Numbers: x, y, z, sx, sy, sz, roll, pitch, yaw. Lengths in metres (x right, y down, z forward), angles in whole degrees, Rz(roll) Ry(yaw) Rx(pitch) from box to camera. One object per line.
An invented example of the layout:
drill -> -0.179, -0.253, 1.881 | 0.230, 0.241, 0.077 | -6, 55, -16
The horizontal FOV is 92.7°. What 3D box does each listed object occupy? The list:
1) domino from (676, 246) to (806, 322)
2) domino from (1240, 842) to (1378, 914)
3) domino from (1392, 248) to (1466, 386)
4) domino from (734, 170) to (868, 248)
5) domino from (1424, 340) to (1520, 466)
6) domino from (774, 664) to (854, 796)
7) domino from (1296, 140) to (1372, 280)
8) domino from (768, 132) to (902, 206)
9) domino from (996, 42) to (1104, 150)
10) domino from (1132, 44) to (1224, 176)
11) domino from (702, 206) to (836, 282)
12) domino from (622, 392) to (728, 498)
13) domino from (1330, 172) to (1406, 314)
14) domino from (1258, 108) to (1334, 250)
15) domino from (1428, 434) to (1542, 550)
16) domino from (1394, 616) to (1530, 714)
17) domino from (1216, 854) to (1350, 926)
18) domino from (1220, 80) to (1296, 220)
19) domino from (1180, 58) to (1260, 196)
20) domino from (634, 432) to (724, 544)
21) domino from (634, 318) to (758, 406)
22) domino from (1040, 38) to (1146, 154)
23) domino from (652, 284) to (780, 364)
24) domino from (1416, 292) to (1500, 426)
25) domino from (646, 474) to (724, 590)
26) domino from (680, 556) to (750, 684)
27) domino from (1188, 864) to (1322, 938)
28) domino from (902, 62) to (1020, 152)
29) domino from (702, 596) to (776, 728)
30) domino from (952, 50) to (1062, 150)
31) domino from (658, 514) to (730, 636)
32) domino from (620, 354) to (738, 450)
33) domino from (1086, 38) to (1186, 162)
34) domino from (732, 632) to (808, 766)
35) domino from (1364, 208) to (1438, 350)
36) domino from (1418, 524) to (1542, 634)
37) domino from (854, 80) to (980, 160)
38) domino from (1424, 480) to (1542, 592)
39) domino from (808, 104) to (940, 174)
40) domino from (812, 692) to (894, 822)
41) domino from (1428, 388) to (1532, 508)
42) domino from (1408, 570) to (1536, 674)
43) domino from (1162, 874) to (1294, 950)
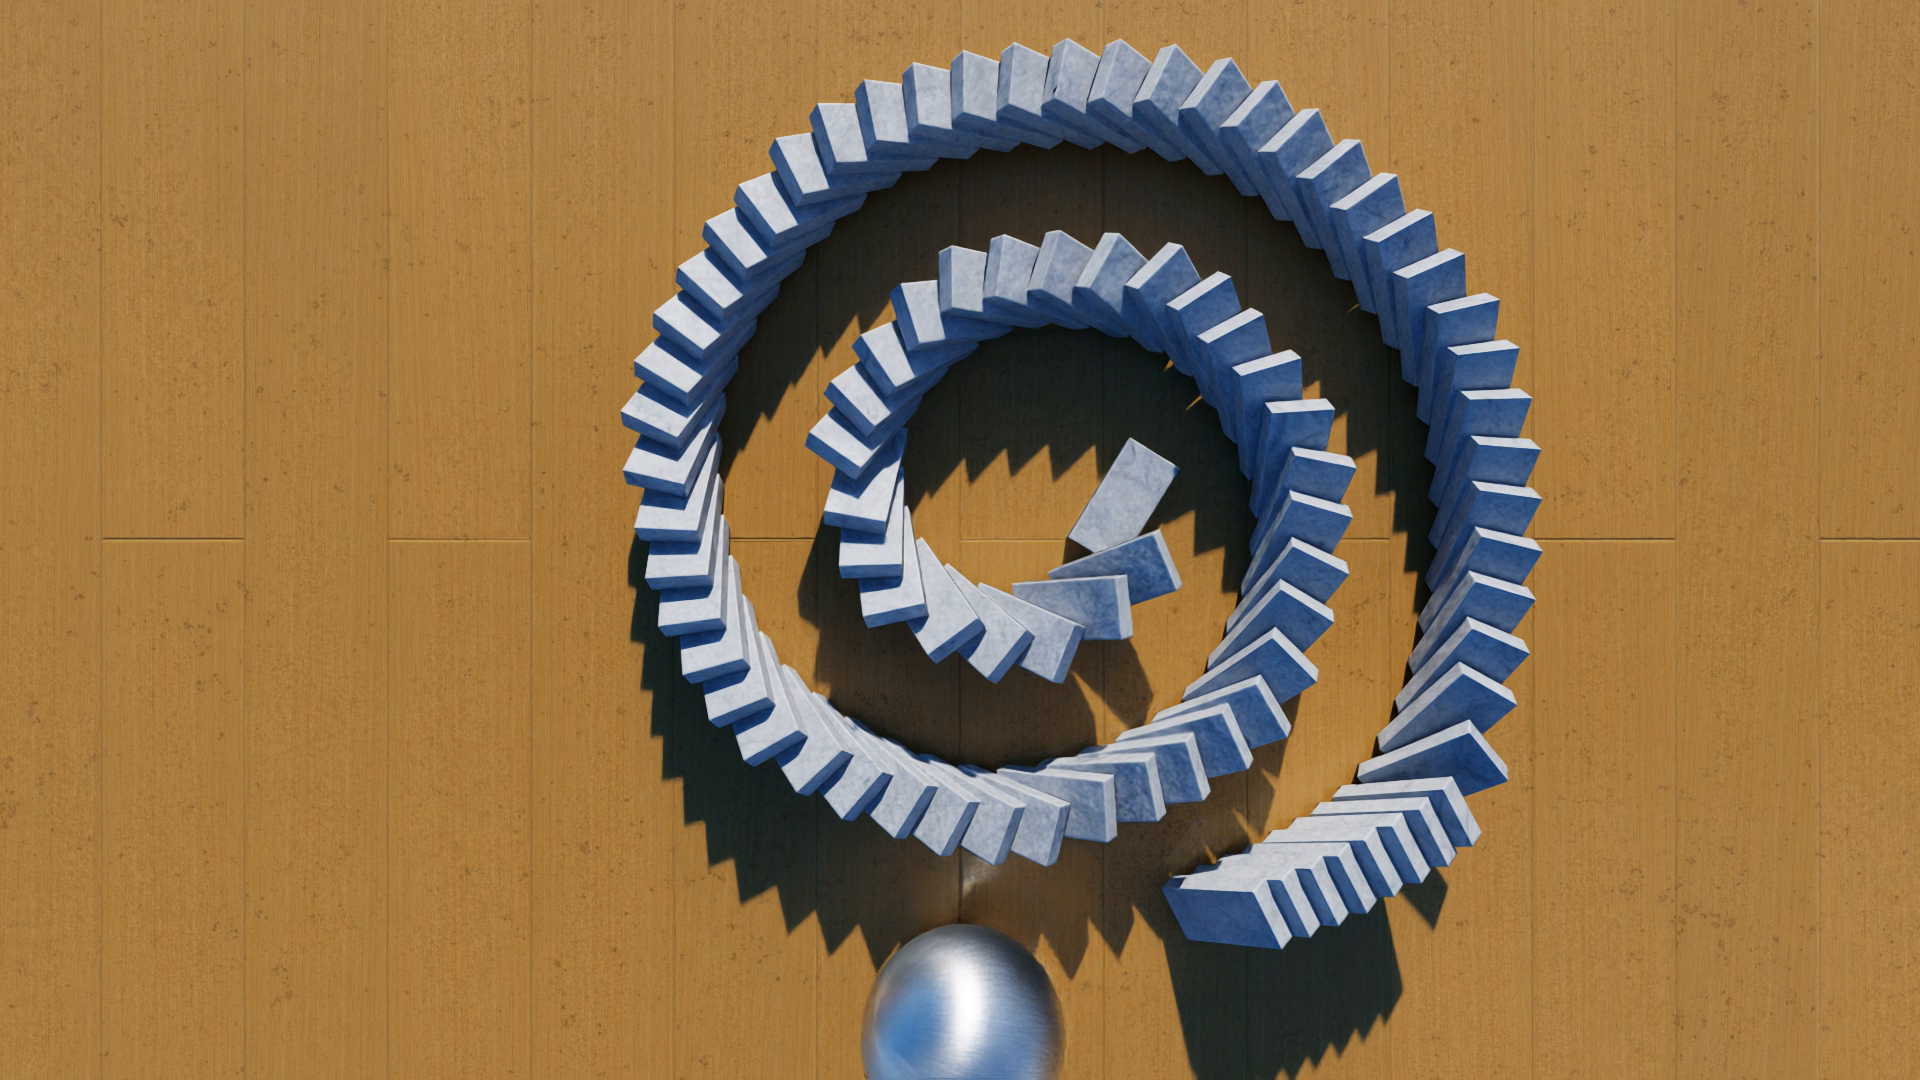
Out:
domino -> -0.091, -0.114, 0.383 | 0.025, 0.010, 0.050 | 42, 58, 0
domino -> 0.142, 0.139, 0.377 | 0.009, 0.050, 0.025 | -27, 90, -37
domino -> 0.197, -0.092, 0.383 | 0.025, 0.009, 0.050 | -23, 122, 0
domino -> -0.066, -0.143, 0.383 | 0.050, 0.010, 0.025 | -37, 90, -32
domino -> 0.213, -0.057, 0.383 | 0.025, 0.009, 0.050 | -7, 122, -1
domino -> -0.068, 0.079, 0.382 | 0.025, 0.009, 0.050 | -43, 57, 0
domino -> 0.162, -0.137, 0.383 | 0.025, 0.009, 0.050 | -39, 122, 0
domino -> -0.051, -0.157, 0.382 | 0.050, 0.009, 0.025 | -26, 90, -33
domino -> 0.039, -0.184, 0.383 | 0.050, 0.009, 0.025 | 5, 90, -32
domino -> 0.097, -0.178, 0.383 | 0.050, 0.010, 0.025 | 27, 90, -33
domino -> -0.079, -0.130, 0.383 | 0.025, 0.010, 0.050 | 49, 58, 0
domino -> -0.118, -0.043, 0.382 | 0.025, 0.009, 0.050 | 13, 57, 0
domino -> 0.175, -0.123, 0.383 | 0.025, 0.009, 0.050 | -34, 122, 0
domino -> 0.147, -0.150, 0.383 | 0.025, 0.009, 0.050 | -44, 122, 0
domino -> 0.218, -0.018, 0.383 | 0.025, 0.009, 0.050 | 5, 122, 0
domino -> 0.208, 0.057, 0.383 | 0.025, 0.010, 0.050 | 24, 122, 0
domino -> 0.131, 0.143, 0.377 | 0.009, 0.050, 0.025 | -27, 90, -37
domino -> 0.132, -0.162, 0.383 | 0.025, 0.009, 0.050 | -48, 122, -1
domino -> 0.116, -0.171, 0.383 | 0.050, 0.010, 0.025 | 37, 90, -32
domino -> -0.117, -0.023, 0.383 | 0.025, 0.009, 0.050 | 3, 58, 0
domino -> -0.110, -0.081, 0.383 | 0.025, 0.010, 0.050 | 31, 58, 0
domino -> 0.059, -0.184, 0.383 | 0.050, 0.009, 0.025 | 11, 90, -32
domino -> -0.101, -0.098, 0.383 | 0.025, 0.010, 0.050 | 37, 58, 0
domino -> 0.207, -0.075, 0.383 | 0.025, 0.010, 0.050 | -13, 122, 0
domino -> -0.114, -0.004, 0.383 | 0.025, 0.009, 0.050 | -3, 58, 0
domino -> -0.103, 0.033, 0.383 | 0.025, 0.010, 0.050 | -15, 57, 0
domino -> 0.120, 0.148, 0.377 | 0.010, 0.050, 0.025 | -27, 90, -37
domino -> 0.001, -0.180, 0.383 | 0.050, 0.010, 0.025 | -5, 90, -32
domino -> -0.095, 0.050, 0.382 | 0.025, 0.009, 0.050 | -22, 57, 0
domino -> 0.020, -0.183, 0.383 | 0.050, 0.009, 0.025 | 0, 90, -32
domino -> -0.110, 0.014, 0.383 | 0.025, 0.009, 0.050 | -8, 58, 0
domino -> -0.116, -0.063, 0.382 | 0.025, 0.009, 0.050 | 25, 57, 0
domino -> 0.078, -0.182, 0.383 | 0.050, 0.010, 0.025 | 18, 90, -33
domino -> -0.084, 0.066, 0.382 | 0.025, 0.009, 0.050 | -29, 57, 0
domino -> 0.187, -0.108, 0.383 | 0.025, 0.009, 0.050 | -29, 122, 0
domino -> 0.216, 0.020, 0.383 | 0.025, 0.009, 0.050 | 14, 122, 0
domino -> -0.017, -0.175, 0.383 | 0.050, 0.010, 0.025 | -11, 89, -32
domino -> 0.217, 0.000, 0.383 | 0.025, 0.009, 0.050 | 8, 122, 0
domino -> -0.035, -0.168, 0.382 | 0.050, 0.009, 0.025 | -17, 89, -33
domino -> -0.053, 0.090, 0.383 | 0.025, 0.009, 0.050 | -49, 58, 0
domino -> 0.216, -0.038, 0.383 | 0.025, 0.009, 0.050 | -1, 122, 0
domino -> 0.213, 0.038, 0.383 | 0.025, 0.010, 0.050 | 17, 122, 0
domino -> 0.109, 0.152, 0.377 | 0.009, 0.050, 0.025 | -27, 90, -37
